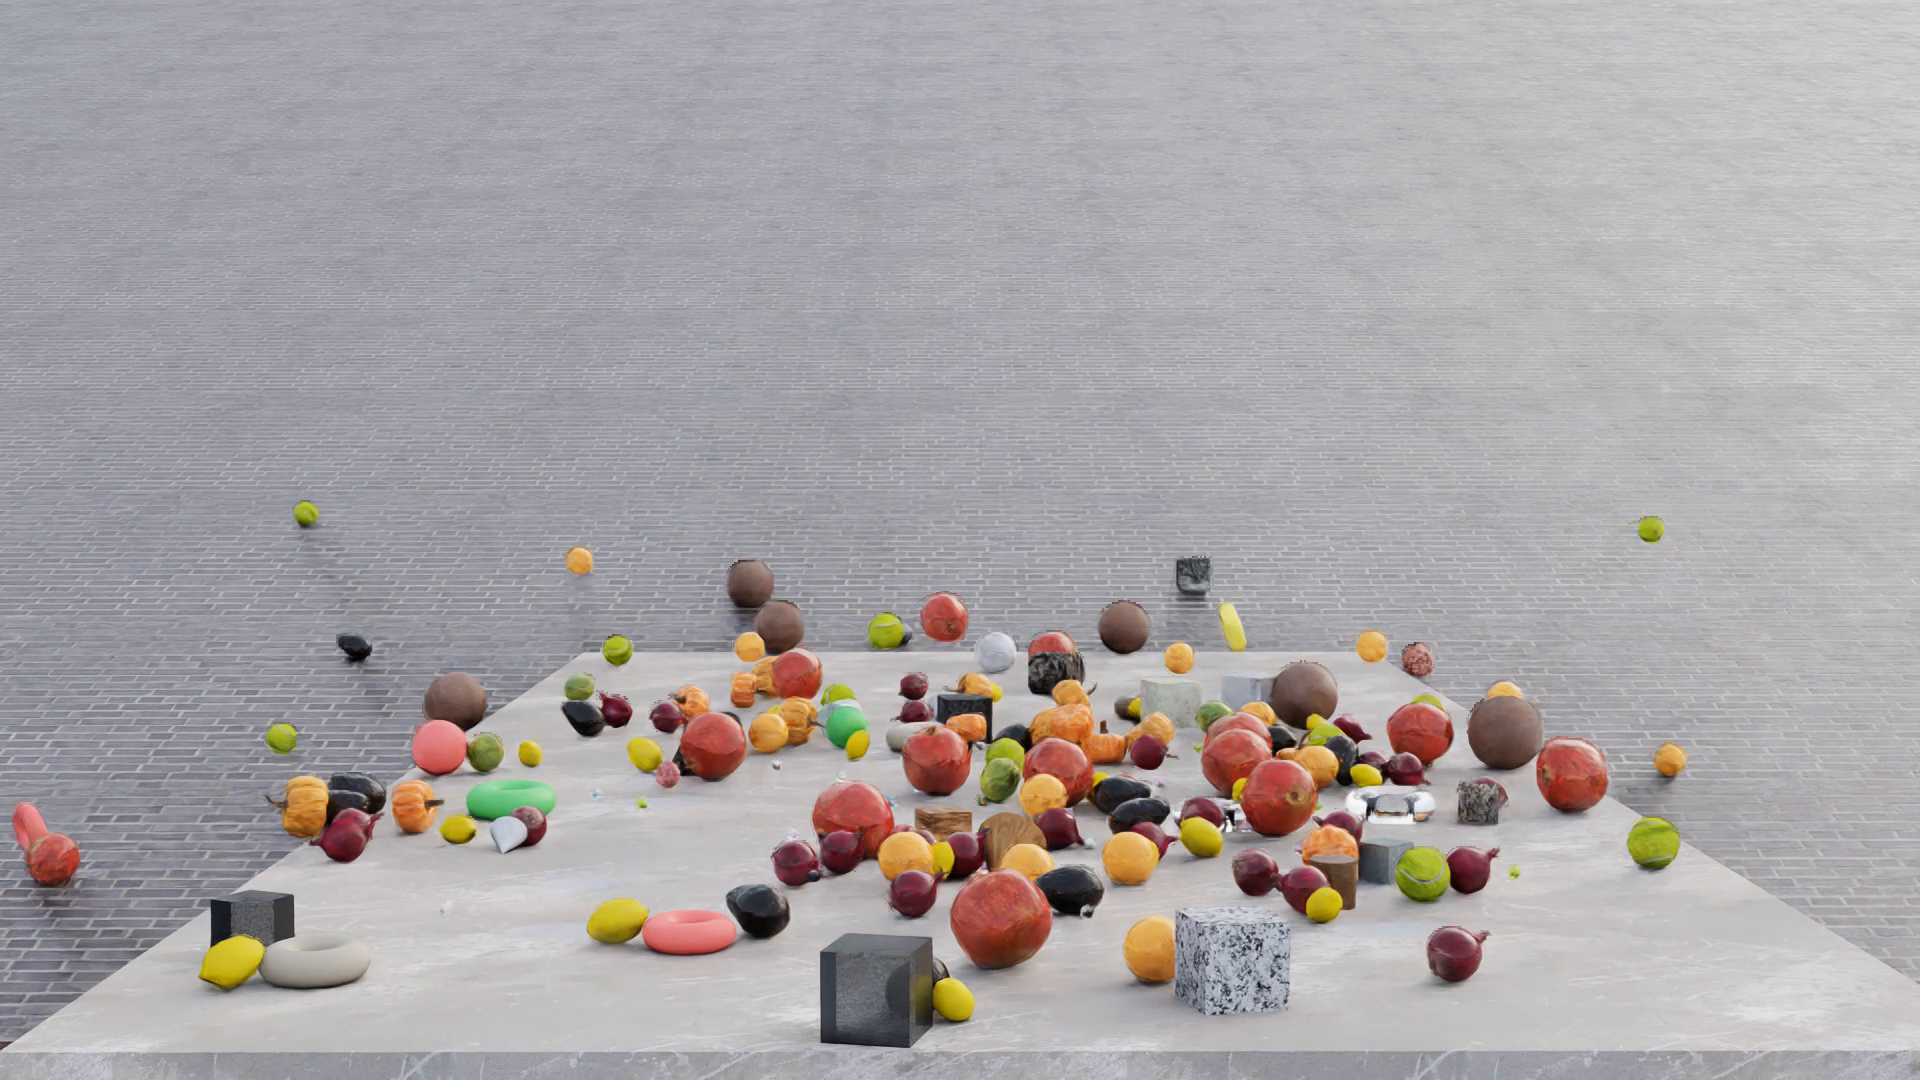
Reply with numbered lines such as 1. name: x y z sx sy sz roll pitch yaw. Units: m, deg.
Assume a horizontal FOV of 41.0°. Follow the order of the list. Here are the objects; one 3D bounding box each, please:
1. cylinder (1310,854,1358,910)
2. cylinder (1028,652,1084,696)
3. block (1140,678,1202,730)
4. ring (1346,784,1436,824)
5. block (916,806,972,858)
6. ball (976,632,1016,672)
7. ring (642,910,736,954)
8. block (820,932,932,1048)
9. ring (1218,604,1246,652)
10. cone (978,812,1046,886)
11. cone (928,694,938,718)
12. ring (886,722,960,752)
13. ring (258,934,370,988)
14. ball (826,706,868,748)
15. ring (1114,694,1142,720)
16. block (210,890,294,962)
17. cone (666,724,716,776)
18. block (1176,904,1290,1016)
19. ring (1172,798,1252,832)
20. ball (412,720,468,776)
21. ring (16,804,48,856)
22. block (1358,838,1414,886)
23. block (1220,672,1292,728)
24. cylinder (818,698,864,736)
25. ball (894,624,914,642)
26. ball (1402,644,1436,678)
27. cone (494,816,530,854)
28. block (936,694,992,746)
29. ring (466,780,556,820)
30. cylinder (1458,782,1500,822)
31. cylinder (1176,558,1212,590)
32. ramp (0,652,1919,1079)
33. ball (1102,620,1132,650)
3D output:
1. cylinder: 0.473 0.434 3.257 0.060 0.060 0.060 0 3 0
2. cylinder: 0.208 0.291 5.575 0.092 0.092 0.092 2 20 28
3. block: 0.414 0.321 5.040 0.091 0.091 0.091 -1 3 -18
4. ring: 0.658 0.405 3.928 0.137 0.046 0.137 -1 4 0
5. block: -0.023 0.412 3.635 0.062 0.062 0.062 -1 3 -21
6. ball: 0.086 0.264 6.036 0.095 0.095 0.095 0 21 0
7. ring: -0.318 0.460 3.014 0.110 0.037 0.110 0 4 0
8. block: -0.084 0.454 2.597 0.092 0.092 0.092 1 3 14
9. ring: 0.675 0.217 6.372 0.041 0.124 0.124 -18 22 1
10. cone: 0.058 0.433 3.437 0.097 0.097 0.097 6 31 14
11. cone: -0.044 0.347 5.182 0.052 0.052 0.052 4 31 11
12. ring: -0.068 0.362 4.715 0.136 0.045 0.136 -1 2 0
13. ring: -0.716 0.467 2.850 0.122 0.041 0.122 -1 4 0
14. ball: -0.207 0.344 4.724 0.078 0.078 0.078 0 21 0
15. ring: 0.378 0.336 5.189 0.134 0.045 0.134 -1 3 0
16. block: -0.820 0.447 2.981 0.066 0.066 0.066 2 4 26
17. cone: -0.463 0.358 4.416 0.086 0.086 0.086 0 3 0
18. block: 0.289 0.446 2.734 0.094 0.094 0.094 -1 3 -15
19. ring: 0.377 0.412 3.847 0.119 0.040 0.119 0 2 0
20. ball: -0.889 0.355 4.392 0.095 0.095 0.095 0 21 0
21. ring: -2.054 0.642 5.684 0.039 0.118 0.118 -19 28 -36
22. block: 0.569 0.428 3.431 0.051 0.051 0.051 -3 4 -41
23. block: 0.584 0.315 5.071 0.098 0.098 0.098 3 4 44
24. cylinder: -0.228 0.340 4.914 0.066 0.066 0.066 11 7 26
25. ball: -0.149 0.247 6.818 0.051 0.051 0.051 0 21 0
26. ball: 1.065 0.280 5.963 0.075 0.075 0.075 0 21 0
27. cone: -0.646 0.431 3.652 0.054 0.054 0.054 4 46 11
28. block: 0.008 0.336 4.813 0.085 0.085 0.085 -1 3 -14
29. ring: -0.694 0.402 3.977 0.140 0.047 0.140 0 4 0
30. cylinder: 0.787 0.398 3.898 0.059 0.059 0.059 2 21 14
31. cylinder: 0.651 0.093 7.140 0.090 0.090 0.090 -1 21 10
32. ramp: 0.049 0.444 4.532 2.000 0.100 4.000 0 3 0
33. ball: 0.404 0.245 6.604 0.075 0.075 0.075 0 21 0
